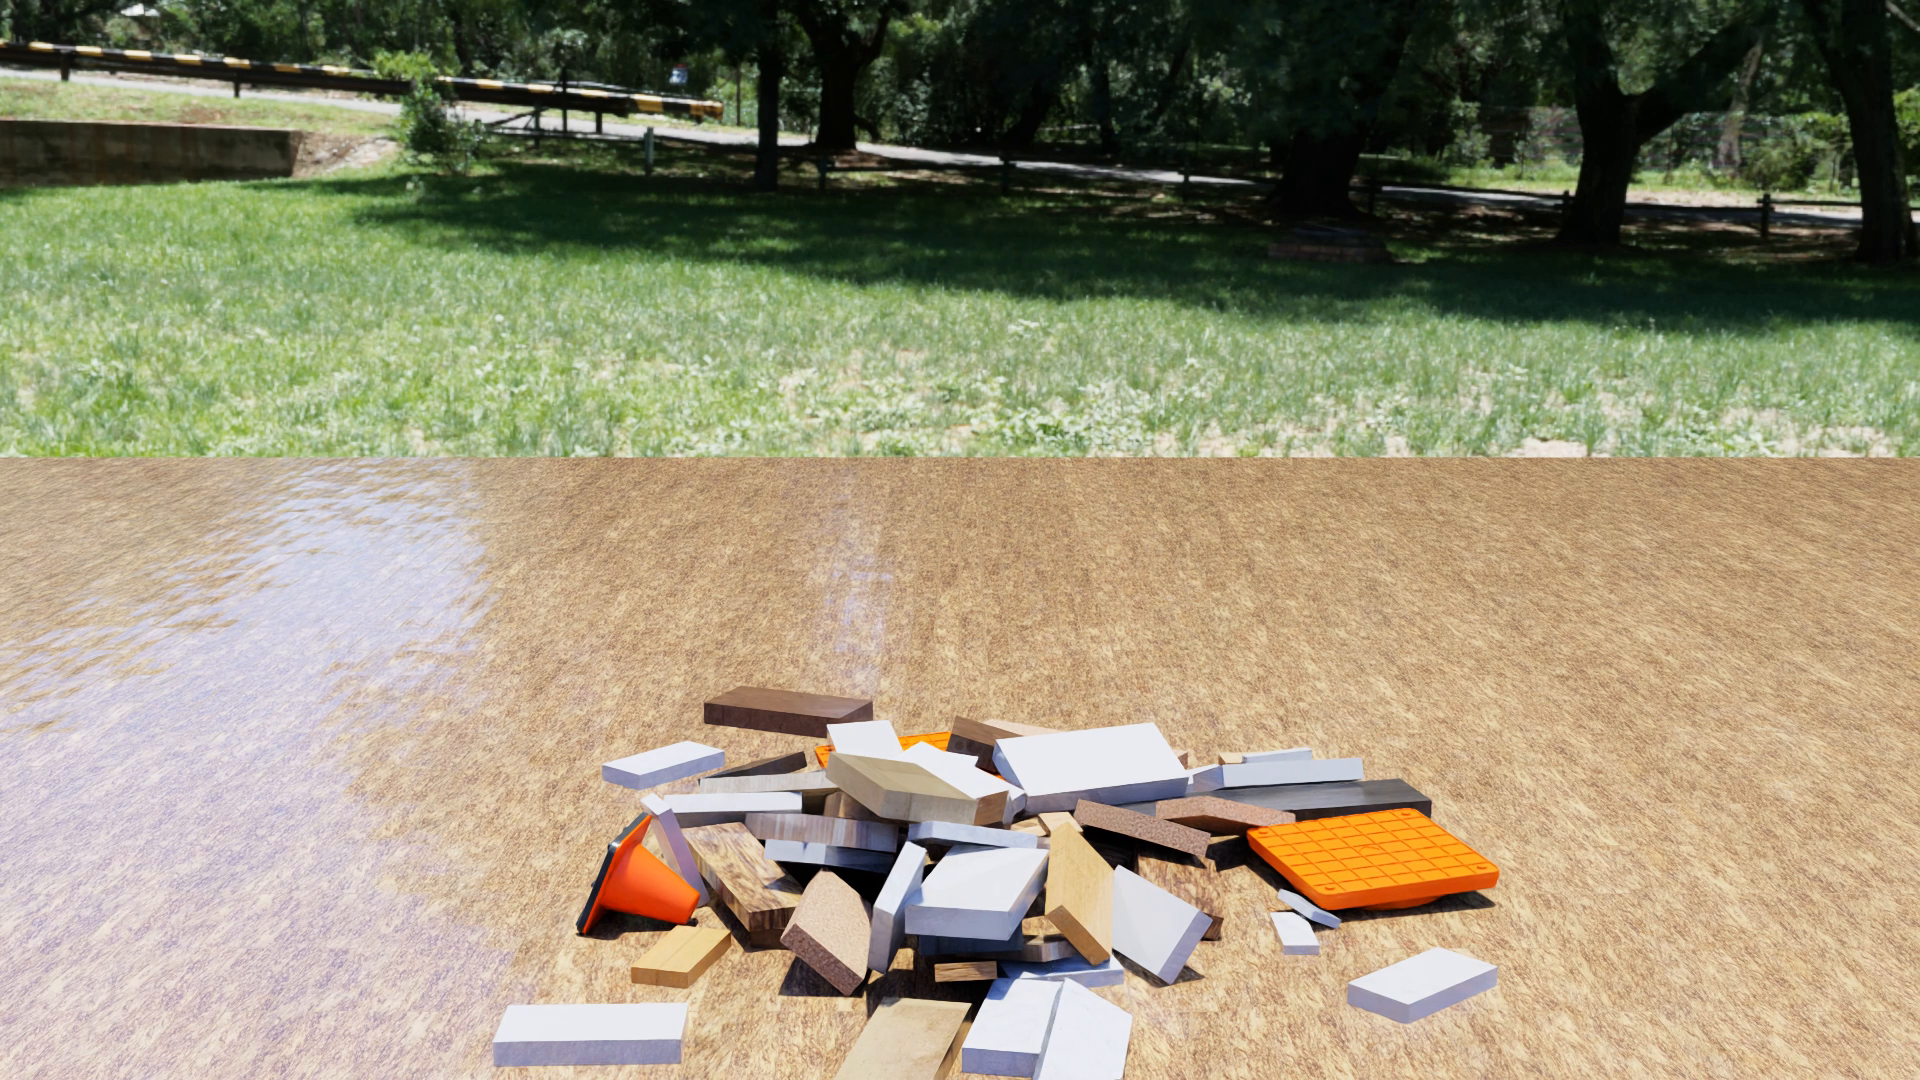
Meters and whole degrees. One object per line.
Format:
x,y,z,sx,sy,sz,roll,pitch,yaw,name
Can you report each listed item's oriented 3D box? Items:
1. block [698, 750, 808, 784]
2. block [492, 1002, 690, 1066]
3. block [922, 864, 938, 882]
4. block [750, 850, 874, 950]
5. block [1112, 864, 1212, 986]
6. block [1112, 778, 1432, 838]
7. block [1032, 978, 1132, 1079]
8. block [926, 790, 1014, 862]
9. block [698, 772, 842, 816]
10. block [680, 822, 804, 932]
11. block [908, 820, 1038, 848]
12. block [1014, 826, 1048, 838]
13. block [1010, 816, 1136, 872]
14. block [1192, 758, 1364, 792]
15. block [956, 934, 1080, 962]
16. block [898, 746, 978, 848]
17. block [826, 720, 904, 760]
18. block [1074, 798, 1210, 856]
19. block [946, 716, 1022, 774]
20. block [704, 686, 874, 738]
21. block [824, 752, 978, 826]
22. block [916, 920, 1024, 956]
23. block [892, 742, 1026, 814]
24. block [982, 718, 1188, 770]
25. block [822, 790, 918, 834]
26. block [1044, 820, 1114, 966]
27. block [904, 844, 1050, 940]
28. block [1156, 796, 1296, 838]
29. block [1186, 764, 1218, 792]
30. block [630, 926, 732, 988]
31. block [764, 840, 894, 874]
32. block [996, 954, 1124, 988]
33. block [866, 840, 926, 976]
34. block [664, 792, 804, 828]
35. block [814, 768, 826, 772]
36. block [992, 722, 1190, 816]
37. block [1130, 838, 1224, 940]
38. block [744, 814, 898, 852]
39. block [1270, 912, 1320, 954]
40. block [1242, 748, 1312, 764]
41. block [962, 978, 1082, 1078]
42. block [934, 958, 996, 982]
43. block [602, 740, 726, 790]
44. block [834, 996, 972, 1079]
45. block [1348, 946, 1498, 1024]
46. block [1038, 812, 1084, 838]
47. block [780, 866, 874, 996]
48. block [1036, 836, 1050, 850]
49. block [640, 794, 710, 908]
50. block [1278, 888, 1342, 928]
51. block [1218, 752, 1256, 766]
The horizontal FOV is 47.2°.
-0.395,0.446,4.209,0.112,0.032,0.224,-14,-2,23,block
-0.509,0.686,3.054,0.254,0.036,0.127,0,11,-2,block
0.016,0.554,3.545,0.151,0.043,0.302,-1,-3,-7,block
-0.236,0.585,3.605,0.120,0.034,0.393,2,11,9,block
0.282,0.588,3.376,0.033,0.116,0.231,39,-9,-28,block
0.562,0.498,4.055,0.597,0.040,0.143,-2,11,-12,block
0.159,0.692,2.900,0.108,0.031,0.410,30,13,2,block
0.019,0.478,3.692,0.131,0.037,0.261,-15,3,5,block
-0.256,0.452,3.902,0.398,0.032,0.112,-5,-33,14,block
-0.354,0.549,3.619,0.111,0.031,0.444,-4,11,-21,block
0.020,0.464,3.434,0.180,0.025,0.090,11,-15,-24,block
0.149,0.512,3.841,0.095,0.014,0.048,-7,13,-34,block
0.206,0.539,3.836,0.273,0.039,0.136,10,14,42,block
0.600,0.447,4.154,0.285,0.040,0.143,-1,-13,-17,block
0.087,0.616,3.330,0.175,0.025,0.088,-6,-5,43,block
-0.062,0.468,3.999,0.131,0.037,0.261,8,28,12,block
-0.180,0.405,4.232,0.124,0.035,0.247,-4,13,-9,block
0.308,0.493,3.774,0.143,0.040,0.285,18,-7,-14,block
0.140,0.420,4.183,0.331,0.046,0.162,17,8,1,block
-0.368,0.370,4.729,0.325,0.046,0.162,5,11,23,block
-0.099,0.401,3.543,0.153,0.043,0.307,10,2,-20,block
0.010,0.588,3.347,0.151,0.043,0.302,-3,-3,-2,block
-0.018,0.447,3.965,0.247,0.035,0.124,22,34,35,block
0.227,0.426,4.457,0.461,0.035,0.124,7,12,32,block
-0.141,0.463,3.720,0.153,0.043,0.307,10,-10,-7,block
0.184,0.539,3.364,0.033,0.116,0.231,-37,17,19,block
0.030,0.521,3.273,0.151,0.043,0.302,1,9,13,block
0.467,0.485,3.853,0.231,0.033,0.116,16,-20,-38,block
0.468,0.466,4.282,0.143,0.020,0.072,-8,13,-35,block
-0.424,0.635,3.356,0.090,0.025,0.180,3,11,15,block
-0.211,0.514,3.568,0.111,0.031,0.222,1,-11,28,block
0.149,0.646,3.297,0.176,0.025,0.088,-3,11,-14,block
-0.093,0.538,3.201,0.031,0.222,0.111,23,58,9,block
-0.398,0.491,3.898,0.240,0.034,0.120,-1,-32,-1,block
-0.334,0.472,4.053,0.240,0.034,0.120,-13,9,6,block
0.241,0.421,4.062,0.325,0.046,0.162,-4,35,-22,block
0.352,0.567,3.585,0.136,0.039,0.273,16,11,0,block
-0.238,0.488,3.676,0.153,0.043,0.403,9,-9,-18,block
0.526,0.620,3.466,0.055,0.016,0.144,0,11,-1,block
0.613,0.445,4.252,0.143,0.072,0.020,-4,9,-21,block
0.089,0.681,3.079,0.127,0.036,0.254,2,11,11,block
0.009,0.629,3.216,0.088,0.025,0.176,-3,-10,0,block
-0.586,0.446,4.358,0.112,0.032,0.224,9,14,40,block
-0.091,0.712,2.911,0.127,0.036,0.454,2,11,11,block
0.682,0.654,3.238,0.217,0.031,0.108,-9,14,-41,block
0.175,0.499,3.830,0.055,0.016,0.110,-2,11,-11,block
-0.190,0.592,3.351,0.131,0.037,0.261,40,12,-2,block
0.077,0.520,3.676,0.136,0.039,0.273,0,-4,-27,block
-0.468,0.510,3.614,0.025,0.180,0.090,-27,20,-20,block
0.562,0.594,3.545,0.055,0.016,0.110,22,2,-23,block
0.595,0.444,4.400,0.143,0.020,0.072,-1,11,-5,block
